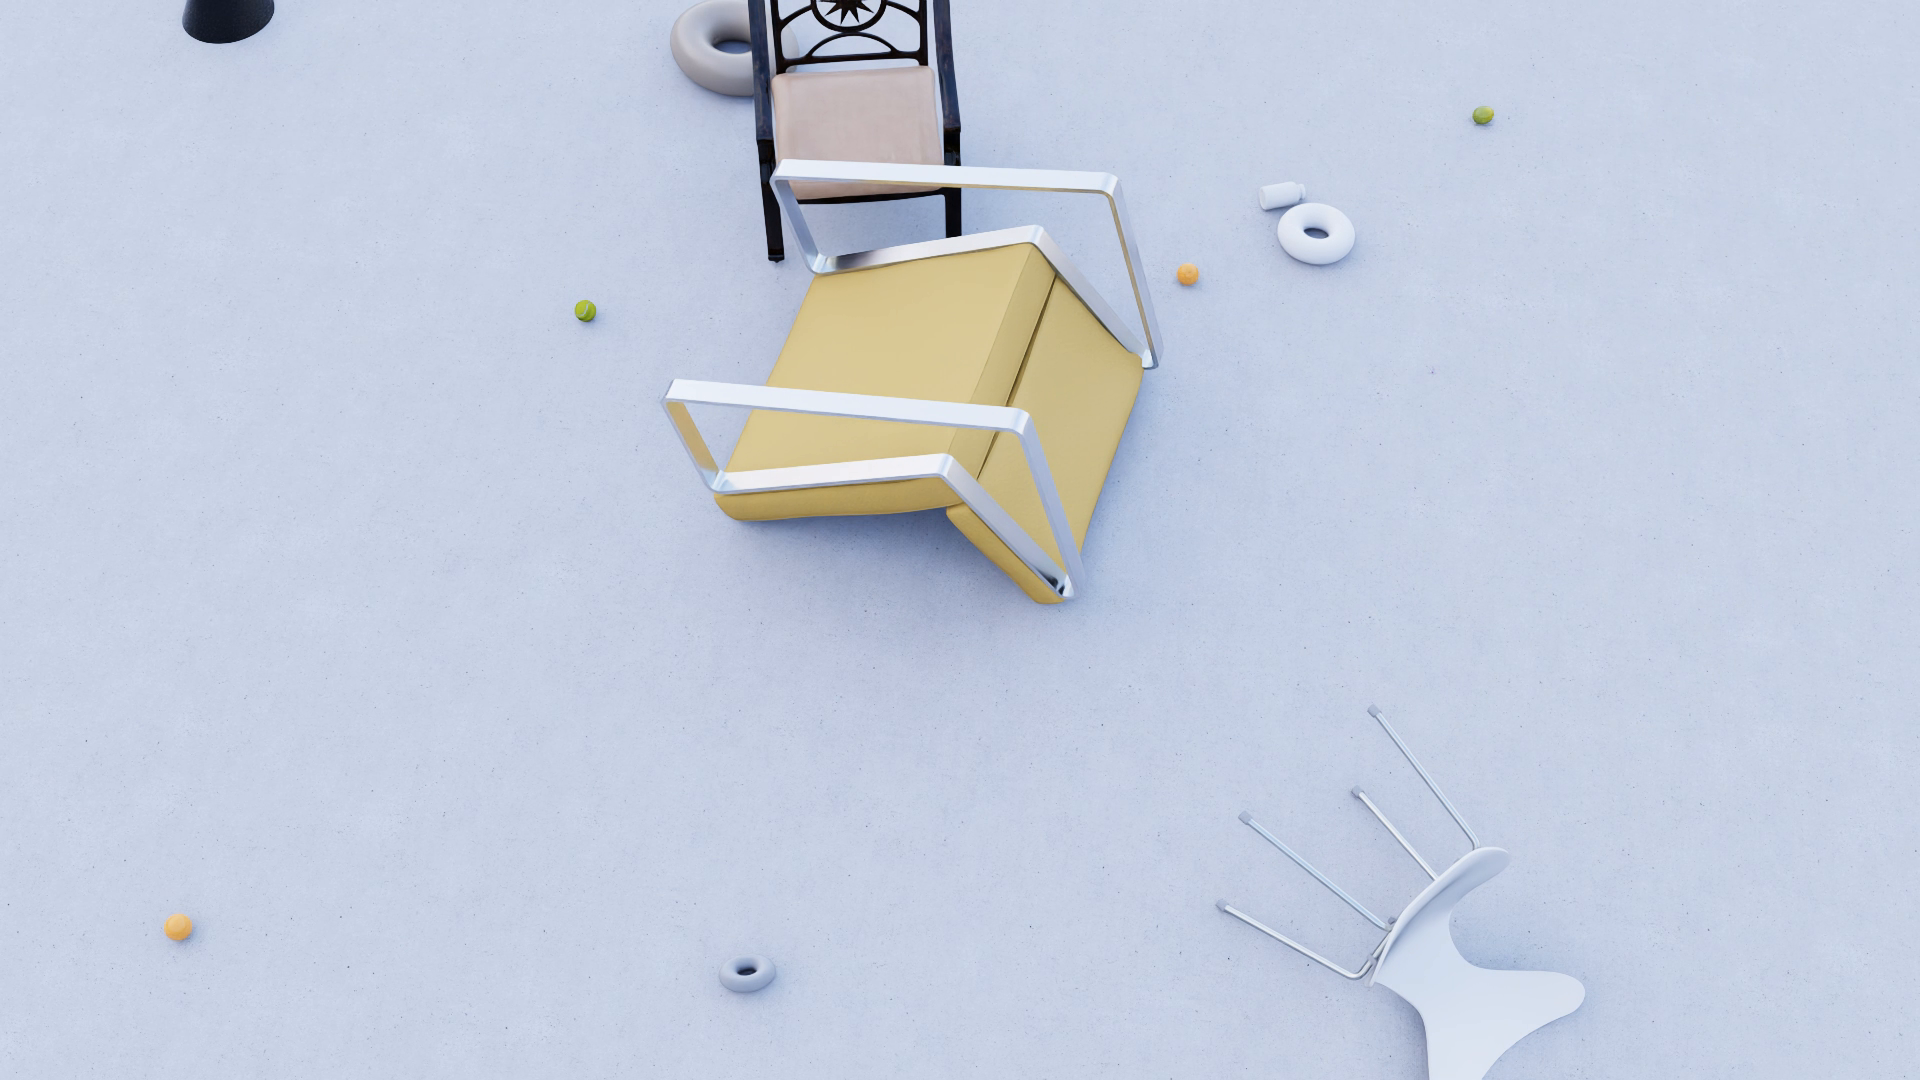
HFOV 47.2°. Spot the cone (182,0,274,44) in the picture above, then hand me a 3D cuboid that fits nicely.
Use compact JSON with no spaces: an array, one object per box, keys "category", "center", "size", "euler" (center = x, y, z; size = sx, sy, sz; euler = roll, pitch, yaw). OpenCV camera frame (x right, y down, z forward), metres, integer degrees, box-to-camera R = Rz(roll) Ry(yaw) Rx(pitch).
[{"category":"cone","center":[-2.606,-1.965,7.698],"size":[0.326,0.323,0.303],"euler":[-17,58,-11]}]

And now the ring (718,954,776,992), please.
[{"category":"ring","center":[-0.558,1.135,5.766],"size":[0.150,0.078,0.094],"euler":[-7,54,-7]}]

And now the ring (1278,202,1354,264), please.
[{"category":"ring","center":[1.165,-1.002,7.194],"size":[0.253,0.090,0.231],"euler":[13,58,7]}]

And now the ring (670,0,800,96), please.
[{"category":"ring","center":[-0.782,-1.710,7.630],"size":[0.479,0.154,0.385],"euler":[26,61,18]}]
